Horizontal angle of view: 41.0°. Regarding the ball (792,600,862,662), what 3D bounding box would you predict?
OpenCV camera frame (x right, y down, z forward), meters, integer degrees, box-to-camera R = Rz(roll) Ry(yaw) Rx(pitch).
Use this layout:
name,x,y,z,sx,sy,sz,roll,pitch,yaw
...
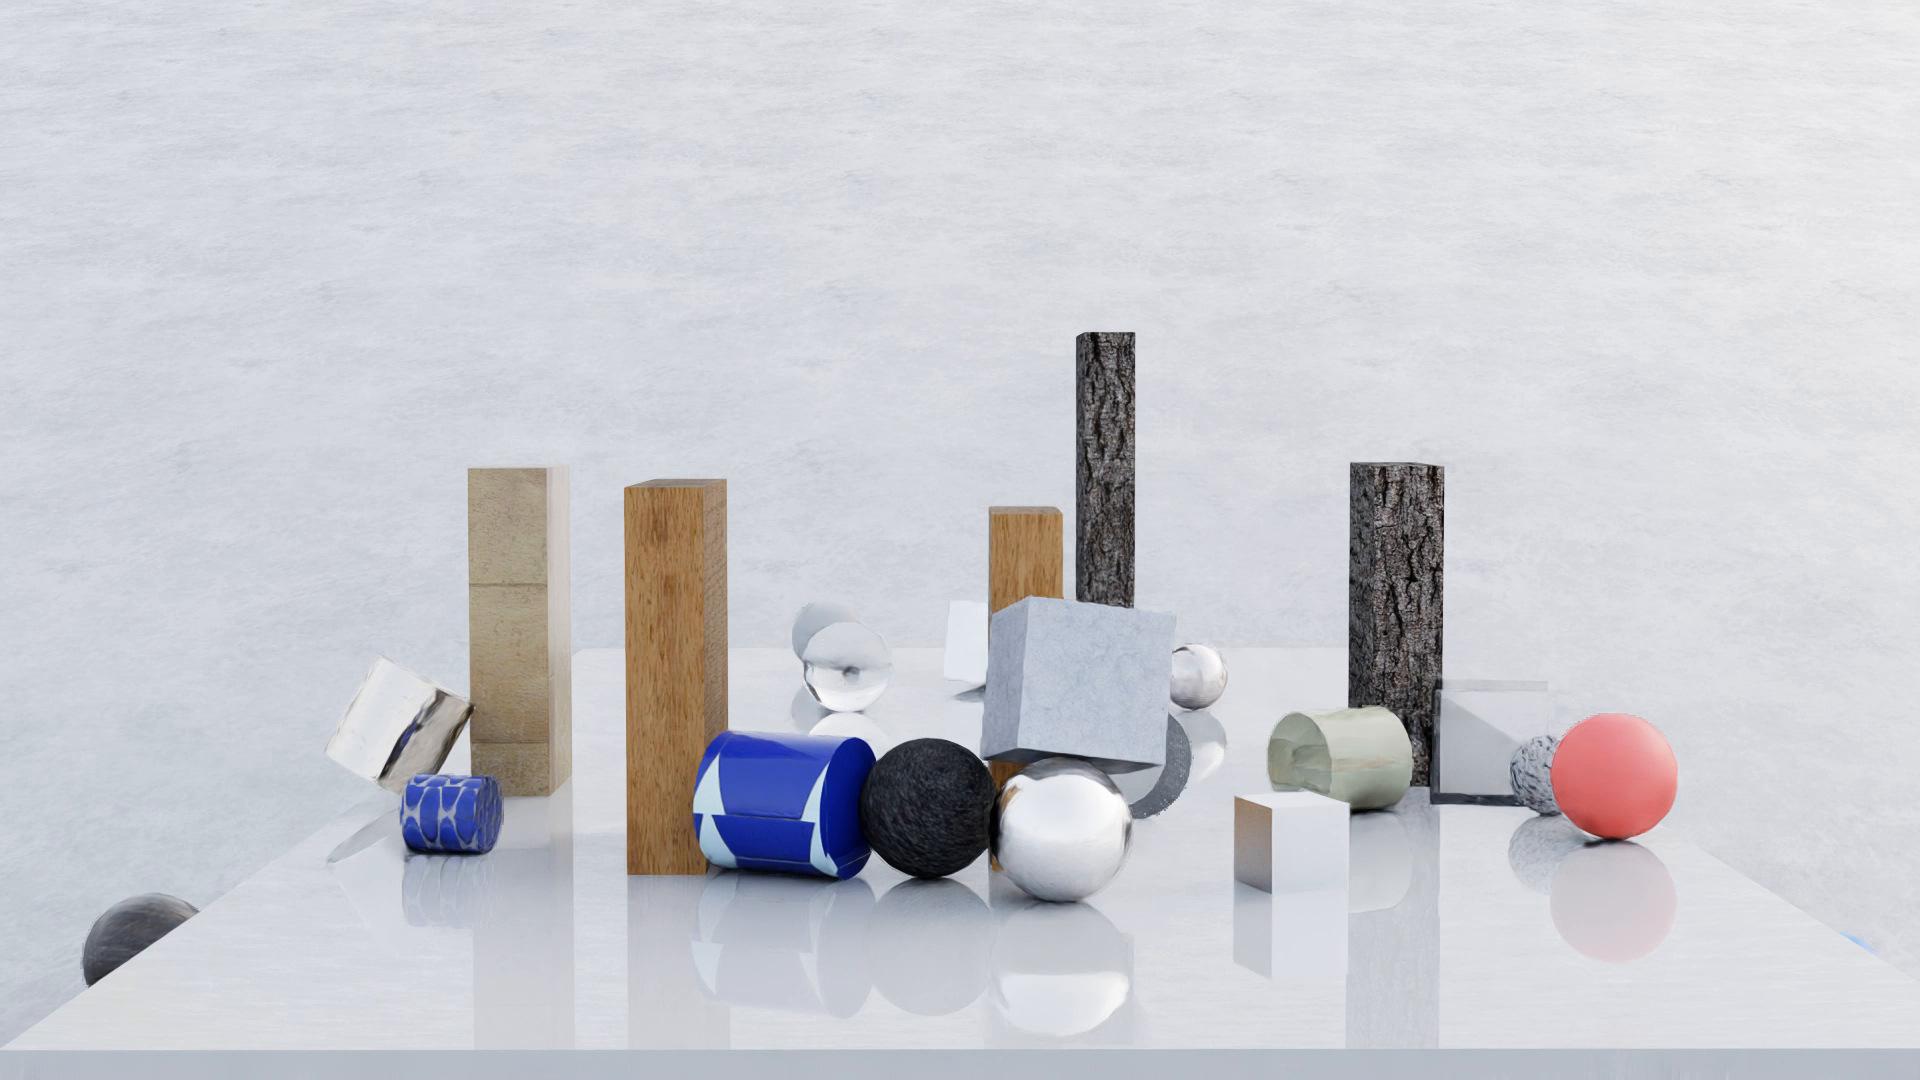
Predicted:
name,x,y,z,sx,sy,sz,roll,pitch,yaw
ball,-0.305,0.224,5.932,0.168,0.168,0.168,0,21,0

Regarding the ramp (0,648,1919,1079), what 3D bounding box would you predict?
name,x,y,z,sx,sy,sz,roll,pitch,yaw
ramp,0.048,0.438,4.532,2.000,0.100,4.000,0,3,0

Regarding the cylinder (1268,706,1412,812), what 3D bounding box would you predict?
name,x,y,z,sx,sy,sz,roll,pitch,yaw
cylinder,0.586,0.341,3.962,0.158,0.158,0.158,-2,19,-31

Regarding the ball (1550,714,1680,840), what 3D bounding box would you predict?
name,x,y,z,sx,sy,sz,roll,pitch,yaw
ball,0.948,0.343,3.723,0.181,0.181,0.181,0,21,0

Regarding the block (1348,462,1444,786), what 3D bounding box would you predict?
name,x,y,z,sx,sy,sz,roll,pitch,yaw
block,0.733,0.135,4.333,0.114,0.526,0.262,0,3,0

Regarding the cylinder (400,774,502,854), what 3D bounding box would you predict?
name,x,y,z,sx,sy,sz,roll,pitch,yaw
cylinder,-0.717,0.386,3.623,0.107,0.107,0.107,1,21,11

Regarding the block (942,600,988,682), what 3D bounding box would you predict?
name,x,y,z,sx,sy,sz,roll,pitch,yaw
block,0.090,0.228,5.639,0.170,0.170,0.170,3,-4,41

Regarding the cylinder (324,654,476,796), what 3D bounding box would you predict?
name,x,y,z,sx,sy,sz,roll,pitch,yaw
cylinder,-0.882,0.297,4.049,0.173,0.173,0.173,28,-6,3

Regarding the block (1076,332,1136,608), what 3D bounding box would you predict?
name,x,y,z,sx,sy,sz,roll,pitch,yaw
block,0.323,-0.071,5.758,0.109,0.777,0.411,0,3,0

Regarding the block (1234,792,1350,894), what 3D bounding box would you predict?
name,x,y,z,sx,sy,sz,roll,pitch,yaw
block,0.435,0.397,3.382,0.112,0.112,0.112,-1,3,-20

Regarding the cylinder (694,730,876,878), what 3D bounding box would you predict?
name,x,y,z,sx,sy,sz,roll,pitch,yaw
cylinder,-0.231,0.355,3.464,0.188,0.188,0.188,1,20,24

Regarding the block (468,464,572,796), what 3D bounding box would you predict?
name,x,y,z,sx,sy,sz,roll,pitch,yaw
block,-0.722,0.142,4.232,0.126,0.527,0.243,0,3,0

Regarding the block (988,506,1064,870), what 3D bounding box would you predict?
name,x,y,z,sx,sy,sz,roll,pitch,yaw
block,0.090,0.199,3.596,0.097,0.483,0.248,0,3,0

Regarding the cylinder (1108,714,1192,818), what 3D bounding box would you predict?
name,x,y,z,sx,sy,sz,roll,pitch,yaw
cylinder,0.244,0.331,3.979,0.176,0.176,0.176,-6,5,-16

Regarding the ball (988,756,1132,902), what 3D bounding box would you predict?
name,x,y,z,sx,sy,sz,roll,pitch,yaw
ball,0.128,0.368,3.270,0.183,0.183,0.183,0,21,0

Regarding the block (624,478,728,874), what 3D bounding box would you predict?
name,x,y,z,sx,sy,sz,roll,pitch,yaw
block,-0.395,0.180,3.614,0.106,0.521,0.355,0,3,0

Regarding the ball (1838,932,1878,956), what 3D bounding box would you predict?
name,x,y,z,sx,sy,sz,roll,pitch,yaw
ball,1.716,0.855,5.022,0.173,0.173,0.173,0,21,0

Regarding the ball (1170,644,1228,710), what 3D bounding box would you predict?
name,x,y,z,sx,sy,sz,roll,pitch,yaw
ball,0.478,0.279,5.246,0.136,0.136,0.136,0,21,0

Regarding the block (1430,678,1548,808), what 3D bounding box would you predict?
name,x,y,z,sx,sy,sz,roll,pitch,yaw
block,0.847,0.322,4.106,0.179,0.179,0.179,1,3,13

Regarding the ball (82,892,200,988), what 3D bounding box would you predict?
name,x,y,z,sx,sy,sz,roll,pitch,yaw
ball,-1.245,0.643,3.951,0.199,0.199,0.199,0,21,0

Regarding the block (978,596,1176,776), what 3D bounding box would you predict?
name,x,y,z,sx,sy,sz,roll,pitch,yaw
block,0.151,0.193,3.355,0.194,0.194,0.194,8,-11,-13

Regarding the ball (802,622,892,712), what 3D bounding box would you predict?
name,x,y,z,sx,sy,sz,roll,pitch,yaw
ball,-0.230,0.258,5.206,0.184,0.184,0.184,0,21,0

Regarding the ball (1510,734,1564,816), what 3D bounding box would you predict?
name,x,y,z,sx,sy,sz,roll,pitch,yaw
ball,0.904,0.360,3.937,0.123,0.123,0.123,0,21,0

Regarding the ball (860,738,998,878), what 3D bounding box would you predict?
name,x,y,z,sx,sy,sz,roll,pitch,yaw
ball,-0.040,0.357,3.430,0.187,0.187,0.187,0,21,0
